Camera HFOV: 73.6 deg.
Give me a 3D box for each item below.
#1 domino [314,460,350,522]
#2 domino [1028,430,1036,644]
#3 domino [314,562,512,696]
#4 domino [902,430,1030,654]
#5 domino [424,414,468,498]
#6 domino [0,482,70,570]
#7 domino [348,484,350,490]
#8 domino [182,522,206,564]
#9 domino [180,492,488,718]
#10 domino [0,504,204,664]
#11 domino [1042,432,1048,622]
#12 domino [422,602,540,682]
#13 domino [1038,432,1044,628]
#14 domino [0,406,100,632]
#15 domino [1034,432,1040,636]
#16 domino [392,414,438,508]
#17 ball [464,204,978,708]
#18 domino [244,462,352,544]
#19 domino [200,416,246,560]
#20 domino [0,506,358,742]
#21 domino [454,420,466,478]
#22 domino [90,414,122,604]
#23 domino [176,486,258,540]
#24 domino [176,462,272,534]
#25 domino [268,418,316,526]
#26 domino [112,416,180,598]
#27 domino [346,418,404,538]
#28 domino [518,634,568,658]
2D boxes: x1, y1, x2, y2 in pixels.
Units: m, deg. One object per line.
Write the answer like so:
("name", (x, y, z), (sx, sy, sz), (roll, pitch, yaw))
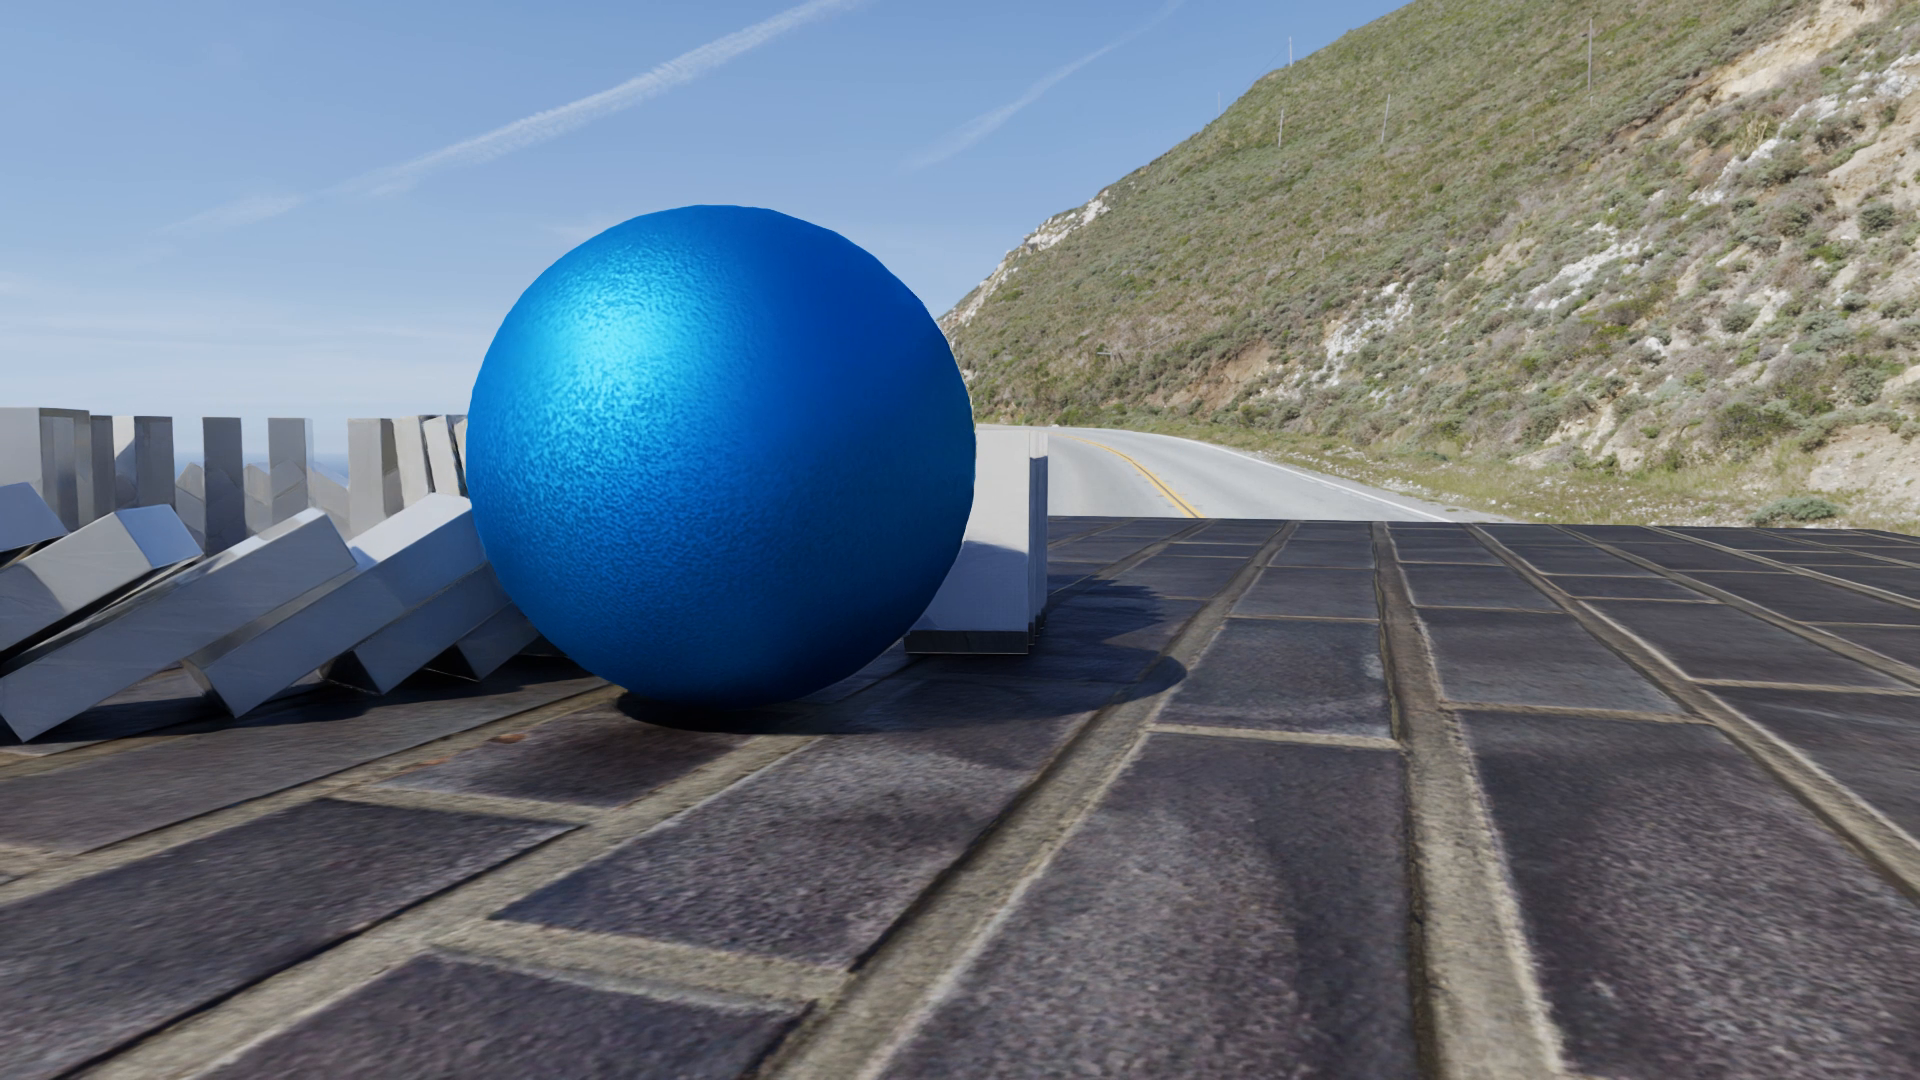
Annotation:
("domino", (-0.222, -0.011, 0.477), (0.050, 0.010, 0.025), (34, -4, -12))
("domino", (0.004, -0.001, 0.283), (0.025, 0.050, 0.010), (0, -33, 4))
("domino", (-0.093, 0.008, 0.236), (0.025, 0.009, 0.050), (4, 35, 41))
("domino", (0.002, 0.000, 0.271), (0.025, 0.050, 0.010), (0, -33, 4))
("domino", (-0.141, -0.011, 0.379), (0.009, 0.050, 0.025), (-12, -2, 28))
("domino", (-0.157, 0.011, 0.181), (0.050, 0.009, 0.025), (-34, 13, -5))
("domino", (-0.201, -0.011, 0.483), (0.050, 0.010, 0.025), (32, 1, -6))
("domino", (-0.286, -0.010, 0.445), (0.050, 0.010, 0.025), (38, -18, -27))
("domino", (-0.105, 0.009, 0.219), (0.050, 0.010, 0.025), (-39, 28, -32))
("domino", (-0.141, 0.012, 0.188), (0.050, 0.009, 0.025), (-32, 12, -12))
("domino", (0.009, -0.004, 0.318), (0.025, 0.050, 0.010), (0, -34, 4))
("domino", (-0.083, 0.007, 0.252), (0.025, 0.010, 0.050), (4, 35, 41))
("domino", (0.007, -0.003, 0.307), (0.025, 0.050, 0.010), (0, -33, 2))
("domino", (-0.196, -0.003, 0.275), (0.010, 0.050, 0.025), (-1, 4, -14))
("domino", (0.006, -0.002, 0.295), (0.025, 0.050, 0.010), (0, -33, 2))
("domino", (-0.153, -0.012, 0.384), (0.010, 0.050, 0.025), (-6, 2, 21))
("ball", (-0.037, -0.013, 0.207), (0.080, 0.080, 0.080), (0, 4, 0))
("domino", (-0.238, -0.011, 0.472), (0.050, 0.010, 0.025), (34, -4, -14))
("domino", (-0.213, -0.010, 0.372), (0.010, 0.050, 0.025), (-3, 5, -32))
("domino", (-0.123, 0.012, 0.202), (0.050, 0.010, 0.025), (-33, 20, -25))
("domino", (-0.128, -0.011, 0.373), (0.009, 0.050, 0.025), (-19, -7, 34))
("domino", (-0.238, -0.008, 0.341), (0.025, 0.050, 0.009), (1, 4, 17))
("domino", (-0.273, -0.011, 0.455), (0.050, 0.010, 0.025), (37, -16, -24))
("domino", (-0.255, -0.010, 0.465), (0.050, 0.010, 0.025), (35, -8, -18))
("domino", (-0.197, -0.011, 0.380), (0.010, 0.050, 0.025), (-2, 5, -22))
("domino", (-0.229, -0.009, 0.358), (0.025, 0.050, 0.010), (3, 5, 37))
("domino", (-0.174, -0.011, 0.386), (0.009, 0.050, 0.025), (0, 4, -5))
("domino", (-0.078, 0.005, 0.275), (0.025, 0.009, 0.050), (2, 36, 21))
